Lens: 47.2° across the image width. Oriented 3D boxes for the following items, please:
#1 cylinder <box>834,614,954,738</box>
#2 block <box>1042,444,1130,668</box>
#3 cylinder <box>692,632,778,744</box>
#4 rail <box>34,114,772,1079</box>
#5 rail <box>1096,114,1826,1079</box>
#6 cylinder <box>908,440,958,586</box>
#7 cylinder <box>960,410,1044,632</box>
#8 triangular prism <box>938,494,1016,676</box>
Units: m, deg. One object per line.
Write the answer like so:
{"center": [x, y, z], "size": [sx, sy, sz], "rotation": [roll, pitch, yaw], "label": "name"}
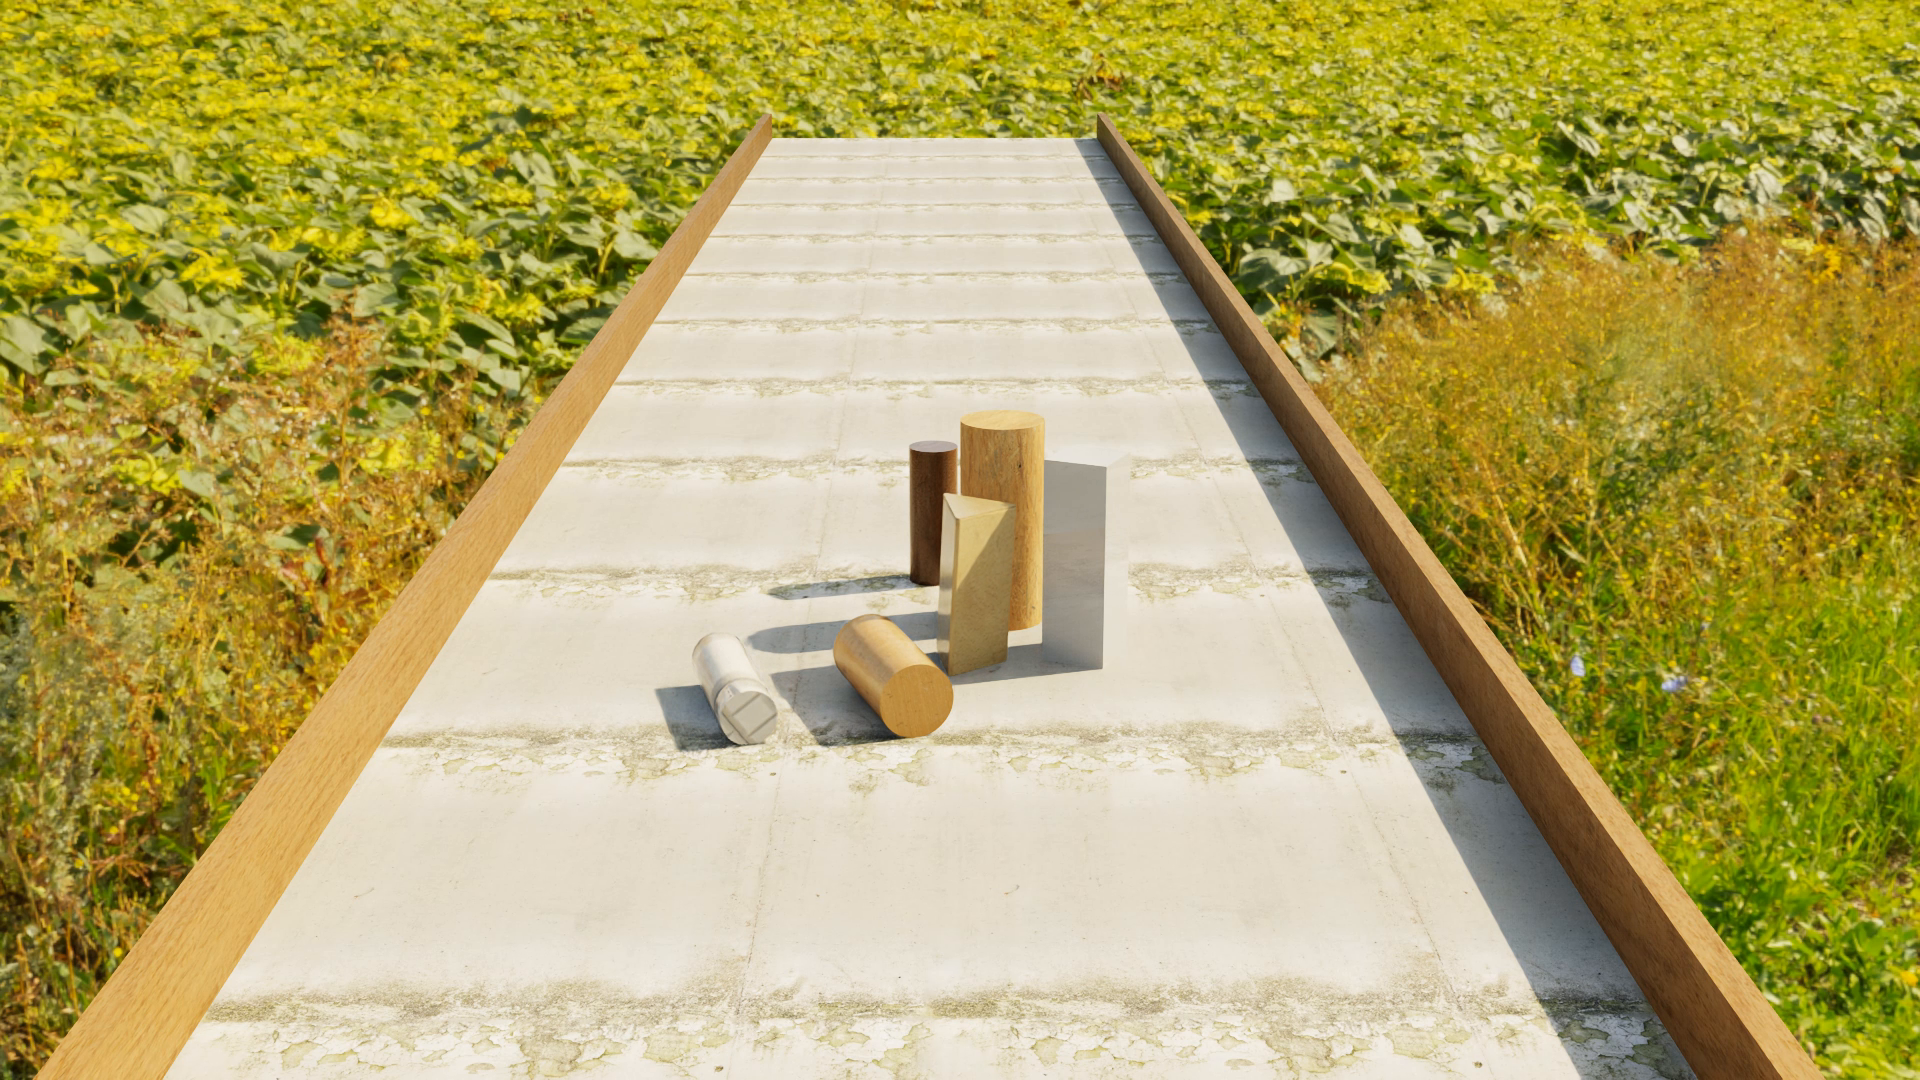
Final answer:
{"center": [-0.128, 0.252, 4.133], "size": [0.142, 0.142, 0.306], "rotation": [-6, 17, -18], "label": "cylinder"}
{"center": [0.251, 0.033, 4.389], "size": [0.132, 0.415, 0.132], "rotation": [8, 18, 24], "label": "block"}
{"center": [-0.424, 0.274, 4.121], "size": [0.104, 0.104, 0.338], "rotation": [-4, 17, -15], "label": "cylinder"}
{"center": [-1.118, -0.838, 7.780], "size": [0.050, 0.150, 12.000], "rotation": [0, 17, -1], "label": "rail"}
{"center": [0.932, -0.844, 7.801], "size": [0.050, 0.150, 12.000], "rotation": [0, 17, -1], "label": "rail"}
{"center": [-0.059, -0.060, 4.890], "size": [0.108, 0.307, 0.108], "rotation": [0, 17, 0], "label": "cylinder"}
{"center": [0.088, -0.042, 4.608], "size": [0.176, 0.433, 0.176], "rotation": [0, 17, 0], "label": "cylinder"}
{"center": [0.004, 0.081, 4.359], "size": [0.148, 0.330, 0.128], "rotation": [-13, 25, -38], "label": "triangular prism"}
